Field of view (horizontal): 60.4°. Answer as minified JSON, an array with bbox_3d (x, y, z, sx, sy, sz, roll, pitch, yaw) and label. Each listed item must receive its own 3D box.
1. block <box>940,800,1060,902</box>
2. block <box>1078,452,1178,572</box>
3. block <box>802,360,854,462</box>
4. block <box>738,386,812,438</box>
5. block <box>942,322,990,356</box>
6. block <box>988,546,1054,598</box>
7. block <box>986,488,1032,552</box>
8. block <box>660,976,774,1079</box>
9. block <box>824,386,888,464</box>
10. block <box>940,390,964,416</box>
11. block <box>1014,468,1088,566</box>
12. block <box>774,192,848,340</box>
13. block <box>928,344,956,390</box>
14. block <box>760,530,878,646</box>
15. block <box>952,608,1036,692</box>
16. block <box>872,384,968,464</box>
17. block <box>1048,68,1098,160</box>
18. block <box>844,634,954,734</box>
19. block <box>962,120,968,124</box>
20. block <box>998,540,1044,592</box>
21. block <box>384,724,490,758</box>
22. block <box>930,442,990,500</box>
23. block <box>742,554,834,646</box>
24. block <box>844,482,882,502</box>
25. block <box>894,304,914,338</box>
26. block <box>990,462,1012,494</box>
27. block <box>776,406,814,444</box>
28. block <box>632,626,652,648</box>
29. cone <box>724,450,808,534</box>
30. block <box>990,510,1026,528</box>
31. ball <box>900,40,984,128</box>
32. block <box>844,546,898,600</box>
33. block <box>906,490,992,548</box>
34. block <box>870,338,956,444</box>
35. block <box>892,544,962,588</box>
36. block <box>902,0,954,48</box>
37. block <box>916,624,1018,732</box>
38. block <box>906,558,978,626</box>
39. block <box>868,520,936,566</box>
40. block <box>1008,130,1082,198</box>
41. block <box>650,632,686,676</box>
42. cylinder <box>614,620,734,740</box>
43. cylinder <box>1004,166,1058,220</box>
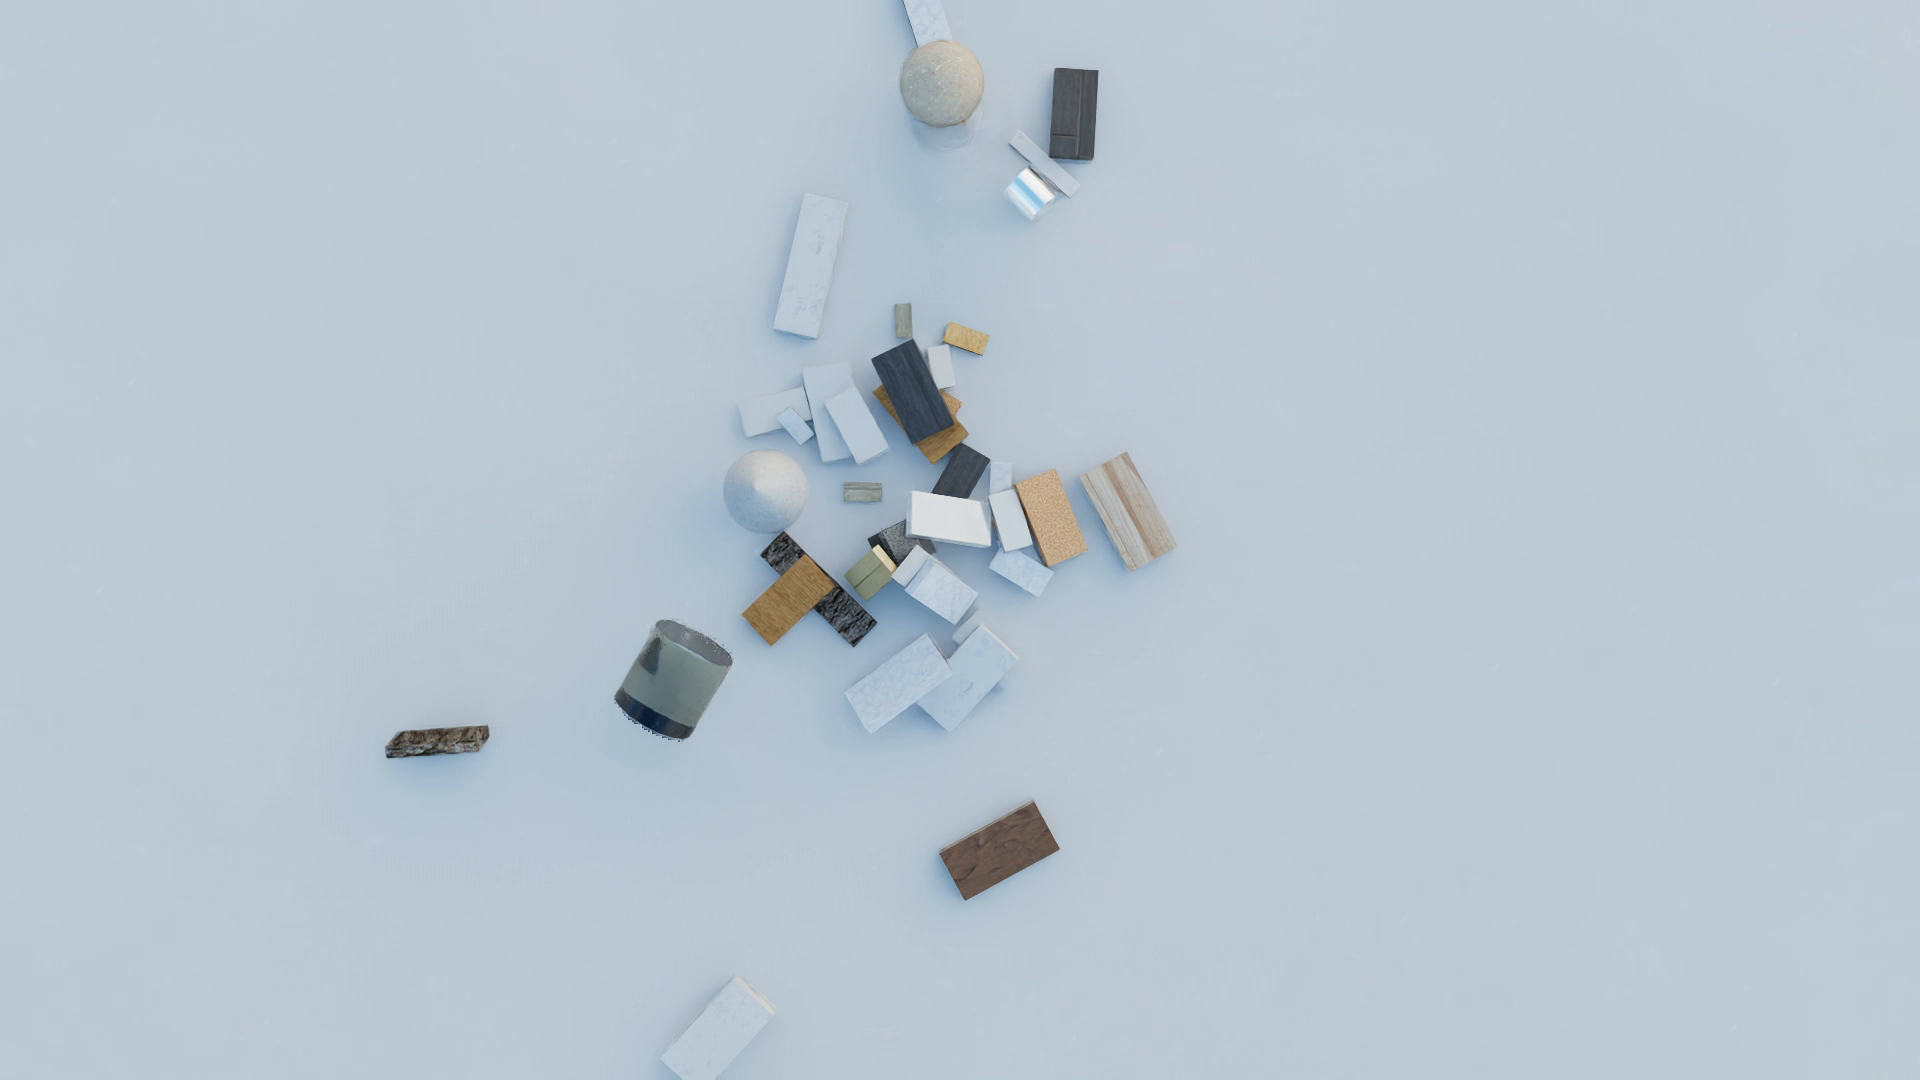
[{"bbox_3d":[0.131,1.029,5.475,0.358,0.051,0.179,-29,90,0],"label":"block"},{"bbox_3d":[0.557,-0.094,5.475,0.179,0.051,0.358,-28,90,0],"label":"block"},{"bbox_3d":[-0.413,-0.426,5.478,0.156,0.044,0.311,-13,90,0],"label":"block"},{"bbox_3d":[-0.613,-0.425,5.484,0.226,0.032,0.113,-16,90,0],"label":"block"},{"bbox_3d":[0.021,-0.671,5.490,0.141,0.020,0.071,20,90,0],"label":"block"},{"bbox_3d":[0.202,0.099,5.459,0.194,0.028,0.097,31,90,0],"label":"block"},{"bbox_3d":[0.164,-0.064,5.443,0.097,0.028,0.194,-15,84,-13],"label":"block"},{"bbox_3d":[-0.804,1.644,5.475,0.179,0.051,0.358,43,90,0],"label":"block"},{"bbox_3d":[-0.340,-0.378,5.439,0.116,0.033,0.232,-28,90,0],"label":"block"},{"bbox_3d":[-0.069,-0.463,5.490,0.141,0.020,0.071,32,90,0],"label":"block"},{"bbox_3d":[0.300,-0.074,5.464,0.146,0.041,0.292,-22,90,-12],"label":"block"},{"bbox_3d":[-0.495,-0.910,5.479,0.146,0.041,0.461,13,90,0],"label":"block"},{"bbox_3d":[-0.062,-0.574,5.479,0.071,0.020,0.141,-10,84,-6],"label":"block"},{"bbox_3d":[-0.469,0.163,5.484,0.439,0.032,0.113,44,90,0],"label":"block"},{"bbox_3d":[0.114,0.364,5.481,0.264,0.037,0.132,44,90,0],"label":"block"},{"bbox_3d":[-0.129,-0.420,5.462,0.156,0.044,0.311,-40,92,9],"label":"block"},{"bbox_3d":[0.377,-1.413,5.471,0.146,0.041,0.293,3,87,-1],"label":"block"},{"bbox_3d":[-0.201,0.471,5.426,0.337,0.048,0.168,-36,49,0],"label":"block"},{"bbox_3d":[-0.022,-1.433,5.492,0.112,0.016,0.056,22,90,0],"label":"block"},{"bbox_3d":[0.211,0.066,5.486,0.097,0.028,0.194,-29,90,0],"label":"block"},{"bbox_3d":[-1.717,0.663,5.425,0.298,0.145,0.041,-4,104,0],"label":"block"},{"bbox_3d":[-0.006,-0.196,5.484,0.116,0.033,0.232,30,90,0],"label":"block"},{"bbox_3d":[-0.568,0.200,5.454,0.291,0.041,0.145,-43,90,10],"label":"block"},{"bbox_3d":[-0.324,-0.160,5.491,0.125,0.018,0.063,1,90,0],"label":"block"},{"bbox_3d":[-0.187,-0.731,5.492,0.056,0.016,0.112,-3,90,0],"label":"block"},{"bbox_3d":[0.135,-0.187,5.490,0.072,0.020,0.143,2,90,0],"label":"block"},{"bbox_3d":[-0.545,-0.381,5.461,0.063,0.018,0.125,-36,115,10],"label":"block"},{"bbox_3d":[-1.025,0.351,5.491,0.063,0.018,0.125,-40,90,0],"label":"block"},{"bbox_3d":[-0.648,-0.161,5.358,0.285,0.285,0.285,0,90,0],"label":"cone"},{"bbox_3d":[0.177,-0.075,5.473,0.143,0.020,0.072,-39,90,-14],"label":"block"},{"bbox_3d":[-0.057,-1.478,5.349,0.272,0.272,0.272,0,90,0],"label":"ball"},{"bbox_3d":[-0.289,0.109,5.400,0.113,0.226,0.032,50,53,0],"label":"block"},{"bbox_3d":[-0.036,-0.067,5.399,0.291,0.041,0.145,8,73,-26],"label":"block"},{"bbox_3d":[-0.153,-0.487,5.412,0.156,0.044,0.311,-25,94,8],"label":"block"},{"bbox_3d":[-0.107,0.124,5.383,0.132,0.264,0.037,-51,53,0],"label":"block"},{"bbox_3d":[-0.123,-1.774,5.484,0.116,0.033,0.426,-18,90,0],"label":"block"},{"bbox_3d":[0.019,0.456,5.449,0.168,0.048,0.337,42,99,0],"label":"block"},{"bbox_3d":[-0.057,0.170,5.389,0.132,0.264,0.037,-53,48,0],"label":"block"},{"bbox_3d":[-0.191,0.018,5.406,0.140,0.140,0.140,-26,90,-26],"label":"block"},{"bbox_3d":[0.283,-1.251,5.492,0.273,0.016,0.056,42,90,0],"label":"block"},{"bbox_3d":[-0.969,0.375,5.469,0.067,0.019,0.133,23,100,-20],"label":"block"},{"bbox_3d":[-0.926,0.450,5.343,0.279,0.279,0.279,31,98,0],"label":"cylinder"},{"bbox_3d":[0.234,-1.142,5.437,0.126,0.126,0.126,-44,90,0],"label":"cylinder"}]
